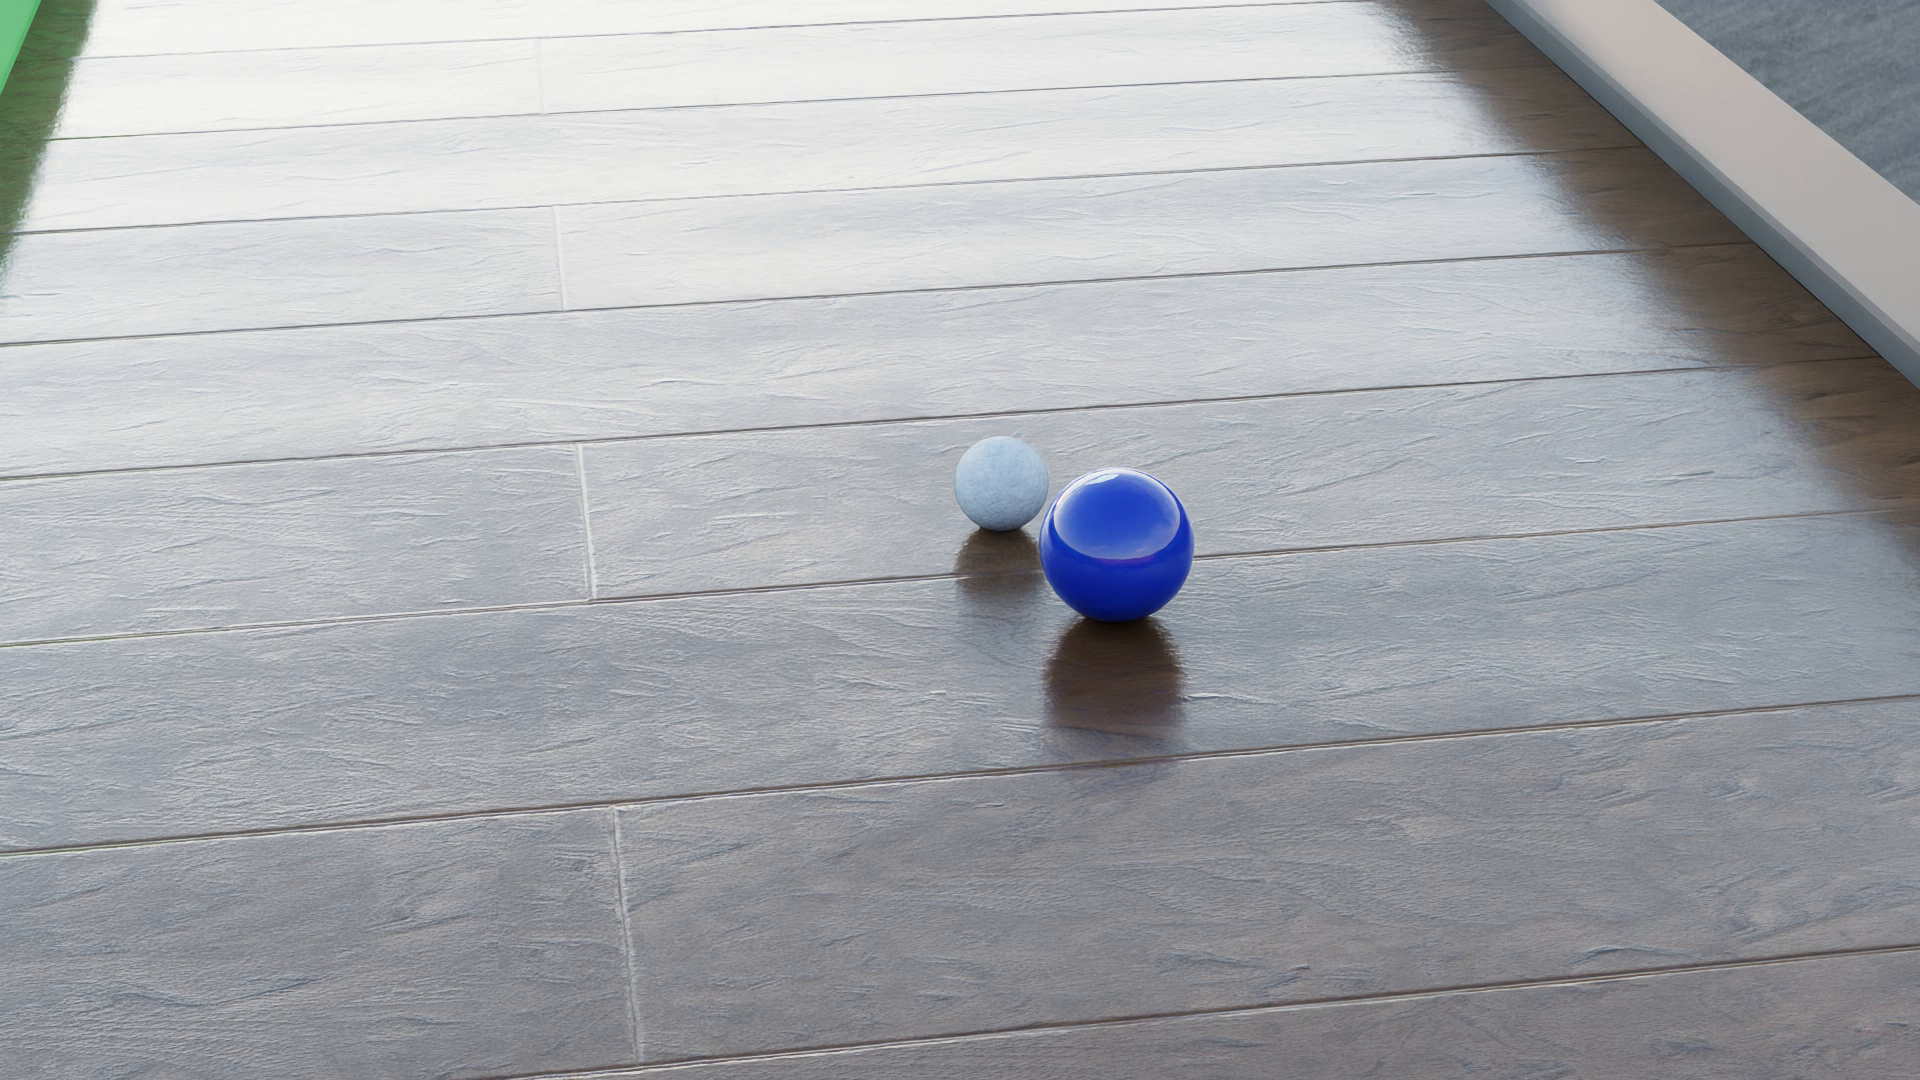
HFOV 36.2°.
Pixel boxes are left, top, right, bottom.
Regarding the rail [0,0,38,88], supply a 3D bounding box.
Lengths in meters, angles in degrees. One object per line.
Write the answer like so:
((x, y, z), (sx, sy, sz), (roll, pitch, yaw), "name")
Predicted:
((-0.850, -0.306, 2.444), (0.045, 0.128, 3.039), (-4, 27, -8), "rail")

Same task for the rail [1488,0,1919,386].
((0.614, -0.409, 2.650), (0.045, 0.128, 3.039), (-4, 27, -8), "rail")

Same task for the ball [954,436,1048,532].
((0.028, -0.038, 1.983), (0.064, 0.064, 0.064), (0, 27, 0), "ball")

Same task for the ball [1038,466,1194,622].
((0.099, 0.003, 1.862), (0.099, 0.099, 0.099), (0, 27, 0), "ball")
